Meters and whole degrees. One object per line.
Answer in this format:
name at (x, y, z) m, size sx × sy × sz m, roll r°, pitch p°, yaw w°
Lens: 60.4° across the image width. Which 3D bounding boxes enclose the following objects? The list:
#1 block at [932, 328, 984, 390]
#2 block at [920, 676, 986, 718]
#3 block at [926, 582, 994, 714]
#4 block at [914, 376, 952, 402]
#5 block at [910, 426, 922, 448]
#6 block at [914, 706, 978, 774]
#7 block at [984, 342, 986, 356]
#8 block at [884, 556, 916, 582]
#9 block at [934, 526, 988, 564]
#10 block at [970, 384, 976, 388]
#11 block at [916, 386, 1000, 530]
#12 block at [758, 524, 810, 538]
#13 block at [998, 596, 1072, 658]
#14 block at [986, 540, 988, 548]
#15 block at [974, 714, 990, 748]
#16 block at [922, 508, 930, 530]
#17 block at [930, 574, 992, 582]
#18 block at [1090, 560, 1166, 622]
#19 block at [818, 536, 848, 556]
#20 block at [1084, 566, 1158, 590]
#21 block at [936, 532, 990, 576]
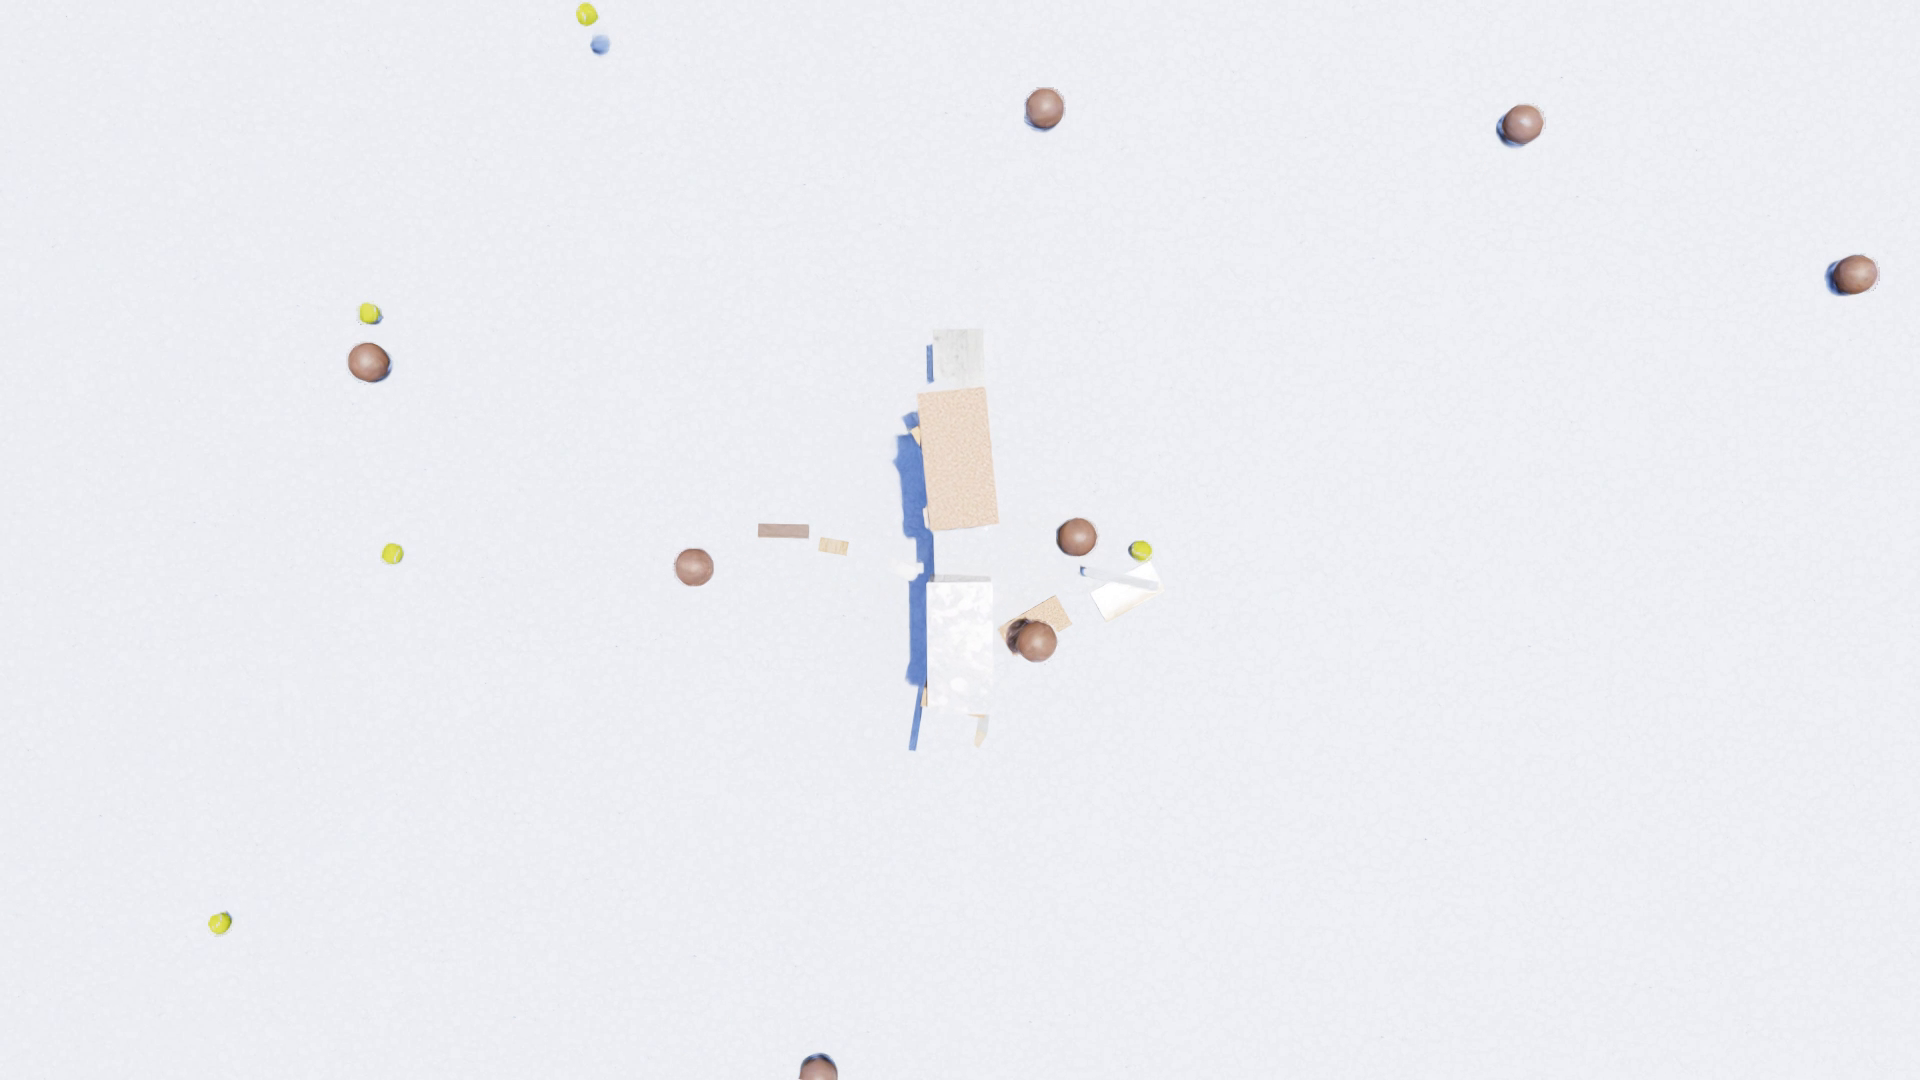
block at (-0.003, -0.499, 5.161) m, size 0.158 × 0.045 × 0.317 m, roll -1°, pitch 90°, yaw 0°
block at (-0.013, 0.437, 4.804) m, size 0.178 × 0.591 × 0.050 m, roll 11°, pitch 92°, yaw 0°
block at (0.001, 0.293, 4.483) m, size 0.178 × 0.050 × 0.356 m, roll 0°, pitch 90°, yaw 0°
block at (-0.044, -0.350, 4.701) m, size 0.102 × 0.029 × 0.204 m, roll -26°, pitch 90°, yaw 0°
block at (-0.038, -0.303, 4.438) m, size 0.174 × 0.497 × 0.049 m, roll -32°, pitch 90°, yaw 0°
block at (-0.030, 0.539, 5.125) m, size 0.174 × 0.049 × 0.347 m, roll 9°, pitch 90°, yaw 0°
block at (0.000, -0.601, 5.342) m, size 0.158 × 0.317 × 0.045 m, roll 0°, pitch 90°, yaw 0°
block at (-0.197, 0.095, 5.493) m, size 0.095 × 0.014 × 0.048 m, roll 25°, pitch 90°, yaw 0°
block at (-0.001, -0.080, 4.558) m, size 0.145 × 0.041 × 0.291 m, roll -1°, pitch 90°, yaw 0°
block at (0.016, -0.395, 4.927) m, size 0.029 × 0.422 × 0.102 m, roll 34°, pitch 90°, yaw 0°
block at (-0.005, -0.205, 4.164) m, size 0.174 × 0.049 × 0.347 m, roll -6°, pitch 90°, yaw 0°
block at (-0.587, -0.030, 5.493) m, size 0.170 × 0.014 × 0.048 m, roll 1°, pitch 90°, yaw 0°
block at (0.249, 0.287, 5.484) m, size 0.223 × 0.032 × 0.112 m, roll -30°, pitch 90°, yaw 0°
block at (0.002, 0.018, 4.724) m, size 0.145 × 0.291 × 0.041 m, roll 1°, pitch 90°, yaw 0°
block at (0.005, 0.572, 5.325) m, size 0.174 × 0.347 × 0.049 m, roll 32°, pitch 95°, yaw 0°
block at (-0.005, -0.067, 4.363) m, size 0.174 × 0.347 × 0.049 m, roll -8°, pitch 90°, yaw 0°
block at (0.000, 0.147, 4.689) m, size 0.178 × 0.356 × 0.050 m, roll 2°, pitch 96°, yaw 0°
block at (0.558, 0.171, 5.484) m, size 0.223 × 0.032 × 0.112 m, roll -29°, pitch 90°, yaw 0°
block at (-0.422, 0.021, 5.493) m, size 0.095 × 0.014 × 0.048 m, roll 10°, pitch 90°, yaw 0°
block at (0.528, 0.125, 5.403) m, size 0.223 × 0.112 × 0.032 m, roll 13°, pitch 91°, yaw 19°
block at (0.007, 0.135, 4.892) m, size 0.162 × 0.046 × 0.323 m, roll 0°, pitch 90°, yaw 0°
